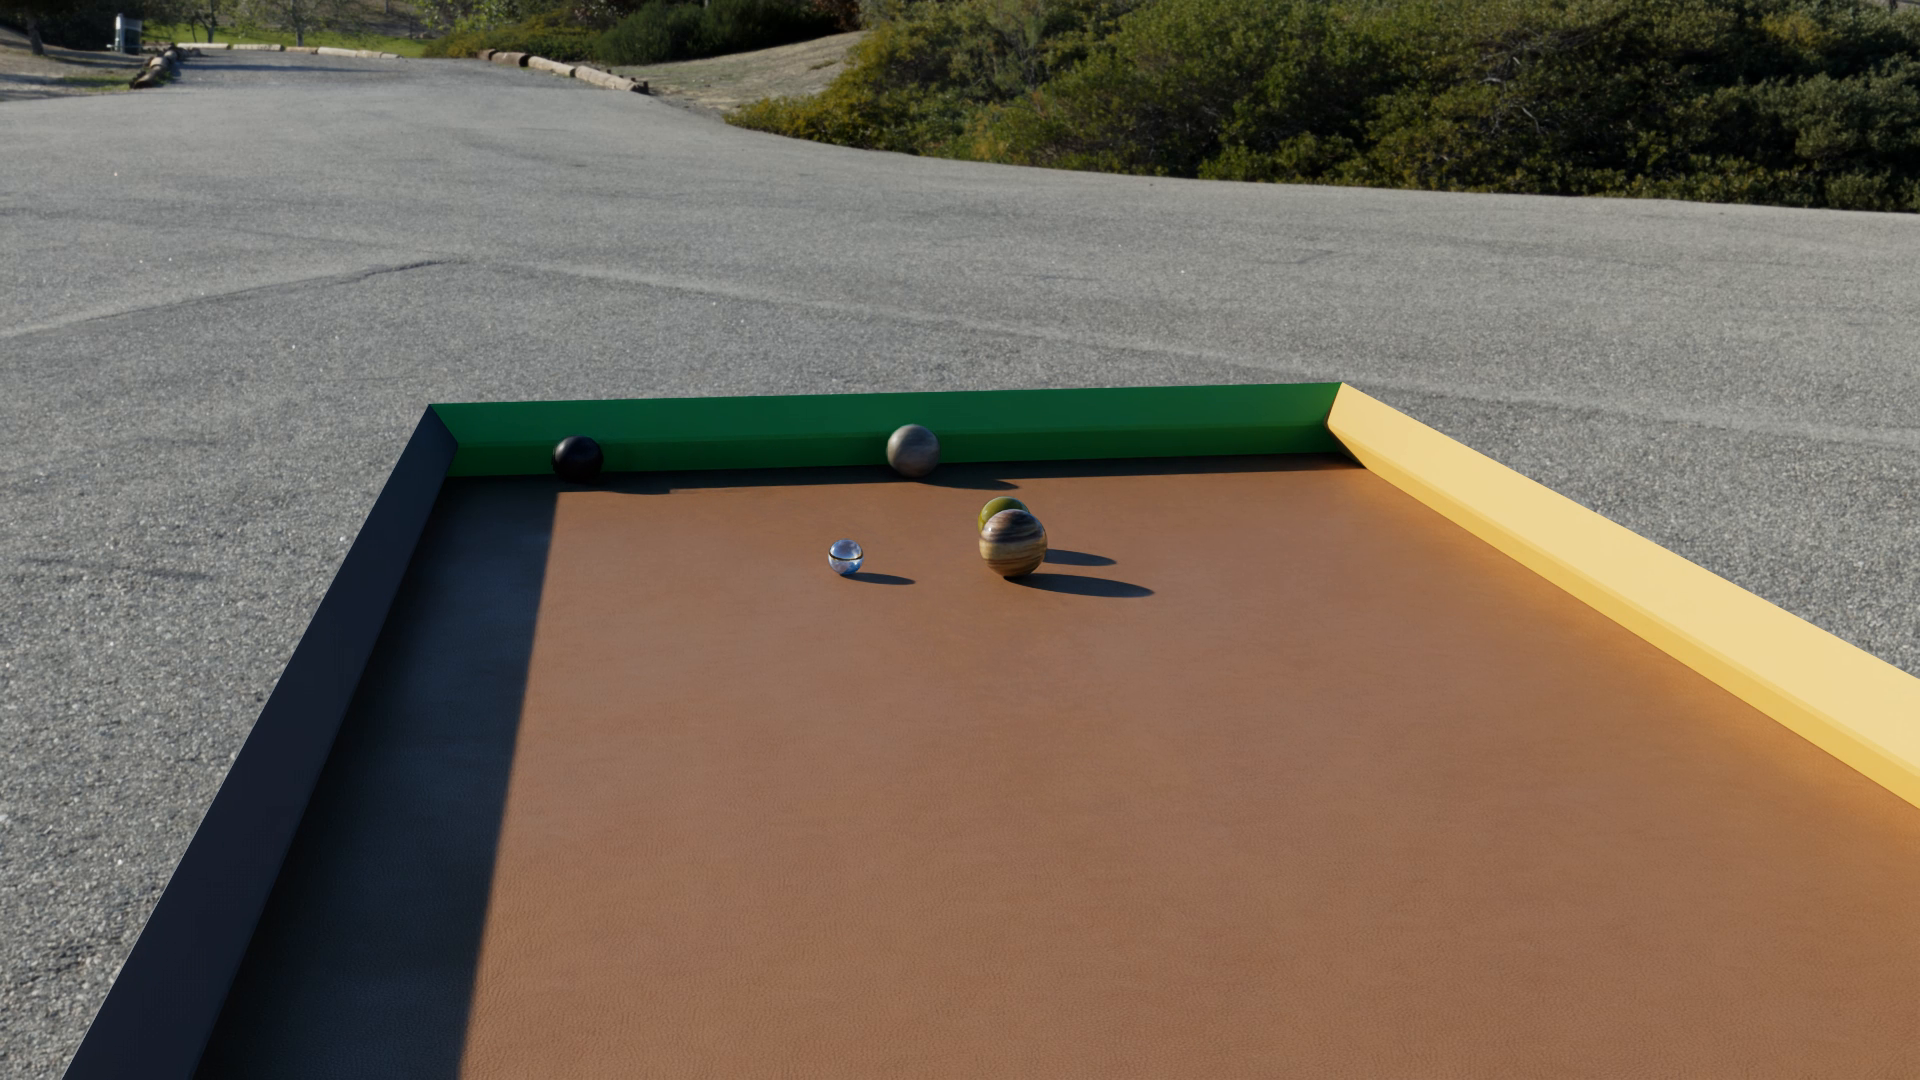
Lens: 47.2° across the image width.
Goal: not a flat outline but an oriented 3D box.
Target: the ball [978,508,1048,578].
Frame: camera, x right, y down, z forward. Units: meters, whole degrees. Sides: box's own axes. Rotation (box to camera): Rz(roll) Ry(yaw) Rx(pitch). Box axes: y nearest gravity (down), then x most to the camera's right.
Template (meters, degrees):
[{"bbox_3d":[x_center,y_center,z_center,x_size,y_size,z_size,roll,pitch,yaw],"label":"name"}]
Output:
[{"bbox_3d":[0.067,0.004,2.768,0.087,0.087,0.087,0,13,0],"label":"ball"}]

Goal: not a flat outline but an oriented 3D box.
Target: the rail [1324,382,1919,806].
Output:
[{"bbox_3d":[0.789,0.112,2.250,0.045,0.112,2.734,-2,13,-8],"label":"rail"}]

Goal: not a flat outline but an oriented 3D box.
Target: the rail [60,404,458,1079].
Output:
[{"bbox_3d":[-0.597,0.158,2.058,0.045,0.112,2.734,-2,13,-8],"label":"rail"}]

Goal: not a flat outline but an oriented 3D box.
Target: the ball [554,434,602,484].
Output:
[{"bbox_3d":[-0.578,-0.122,3.331,0.073,0.073,0.073,0,13,0],"label":"ball"}]

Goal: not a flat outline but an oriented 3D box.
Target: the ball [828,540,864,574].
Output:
[{"bbox_3d":[-0.145,0.021,2.784,0.046,0.046,0.046,0,13,0],"label":"ball"}]

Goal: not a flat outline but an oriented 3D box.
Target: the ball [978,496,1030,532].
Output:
[{"bbox_3d":[0.060,-0.022,2.908,0.072,0.072,0.072,0,13,0],"label":"ball"}]

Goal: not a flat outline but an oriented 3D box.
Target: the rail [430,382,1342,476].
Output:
[{"bbox_3d":[-0.093,-0.171,3.448,1.448,0.112,0.045,-2,13,-8],"label":"rail"}]

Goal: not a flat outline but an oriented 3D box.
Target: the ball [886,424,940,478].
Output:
[{"bbox_3d":[-0.072,-0.136,3.371,0.083,0.083,0.083,0,13,0],"label":"ball"}]
